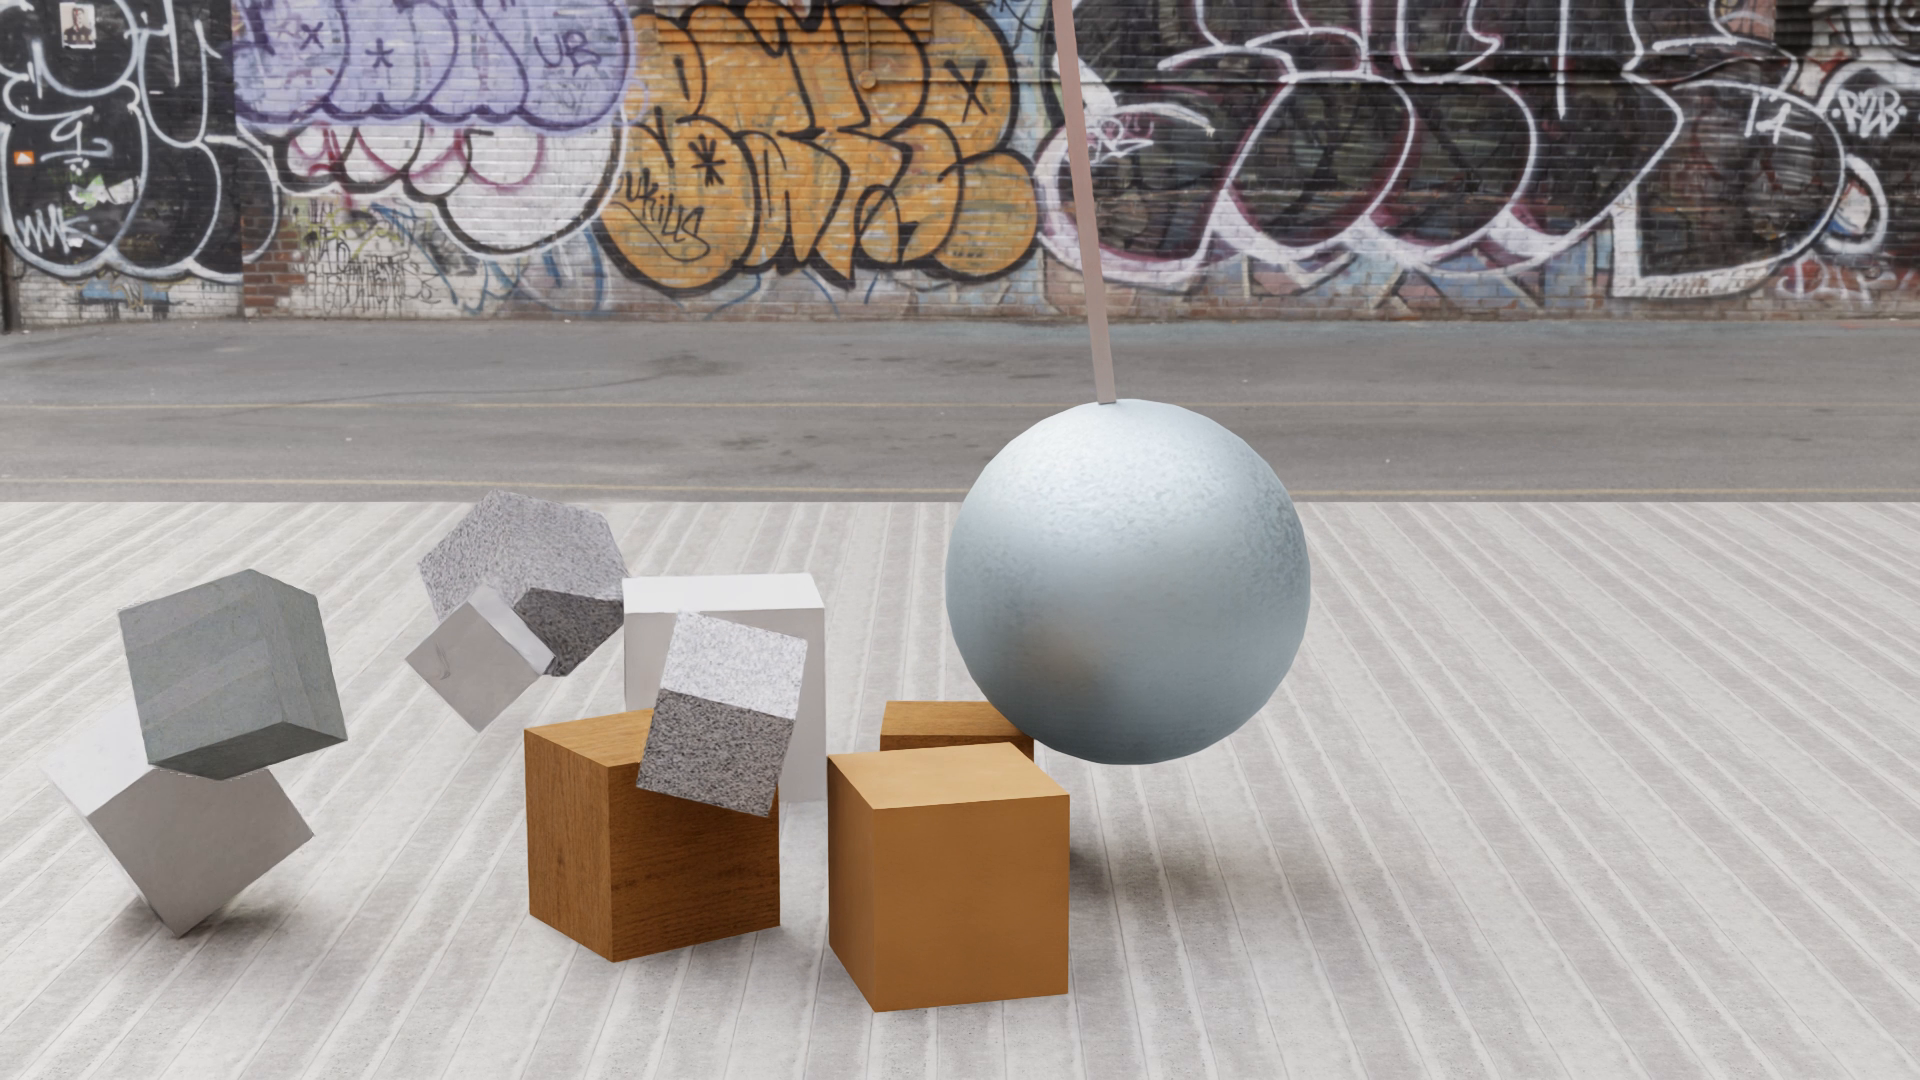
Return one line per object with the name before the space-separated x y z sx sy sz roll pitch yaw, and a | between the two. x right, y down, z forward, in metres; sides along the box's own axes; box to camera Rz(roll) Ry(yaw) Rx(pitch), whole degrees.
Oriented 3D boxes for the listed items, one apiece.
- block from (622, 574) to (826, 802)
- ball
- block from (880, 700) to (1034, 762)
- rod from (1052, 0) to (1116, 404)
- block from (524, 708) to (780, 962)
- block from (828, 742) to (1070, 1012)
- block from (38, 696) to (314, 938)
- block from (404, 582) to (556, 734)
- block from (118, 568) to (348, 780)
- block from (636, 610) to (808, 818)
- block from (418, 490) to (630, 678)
block | -1.189 0.734 12.841 0.962 0.962 0.875 -1 10 -8
ball | 0.731 0.185 11.214 1.600 1.600 1.600 0 10 0
block | -0.007 1.113 11.705 0.681 0.622 0.629 0 10 1
rod | 0.317 -3.136 10.610 0.080 5.200 0.080 -7 10 1
block | -1.286 1.199 10.712 0.786 0.809 0.744 -7 13 -35
block | -0.058 1.310 10.128 0.769 0.798 0.805 -3 11 -15
block | -3.285 1.089 10.759 0.686 0.693 0.683 -38 33 -20
block | -2.310 0.564 12.377 0.417 0.499 0.449 -42 8 7
block | -2.853 0.540 10.094 0.560 0.617 0.601 -18 -14 7
block | -0.942 0.686 10.196 0.533 0.491 0.552 14 31 -6
block | -2.270 0.239 13.555 0.661 0.632 0.794 -41 -30 25
